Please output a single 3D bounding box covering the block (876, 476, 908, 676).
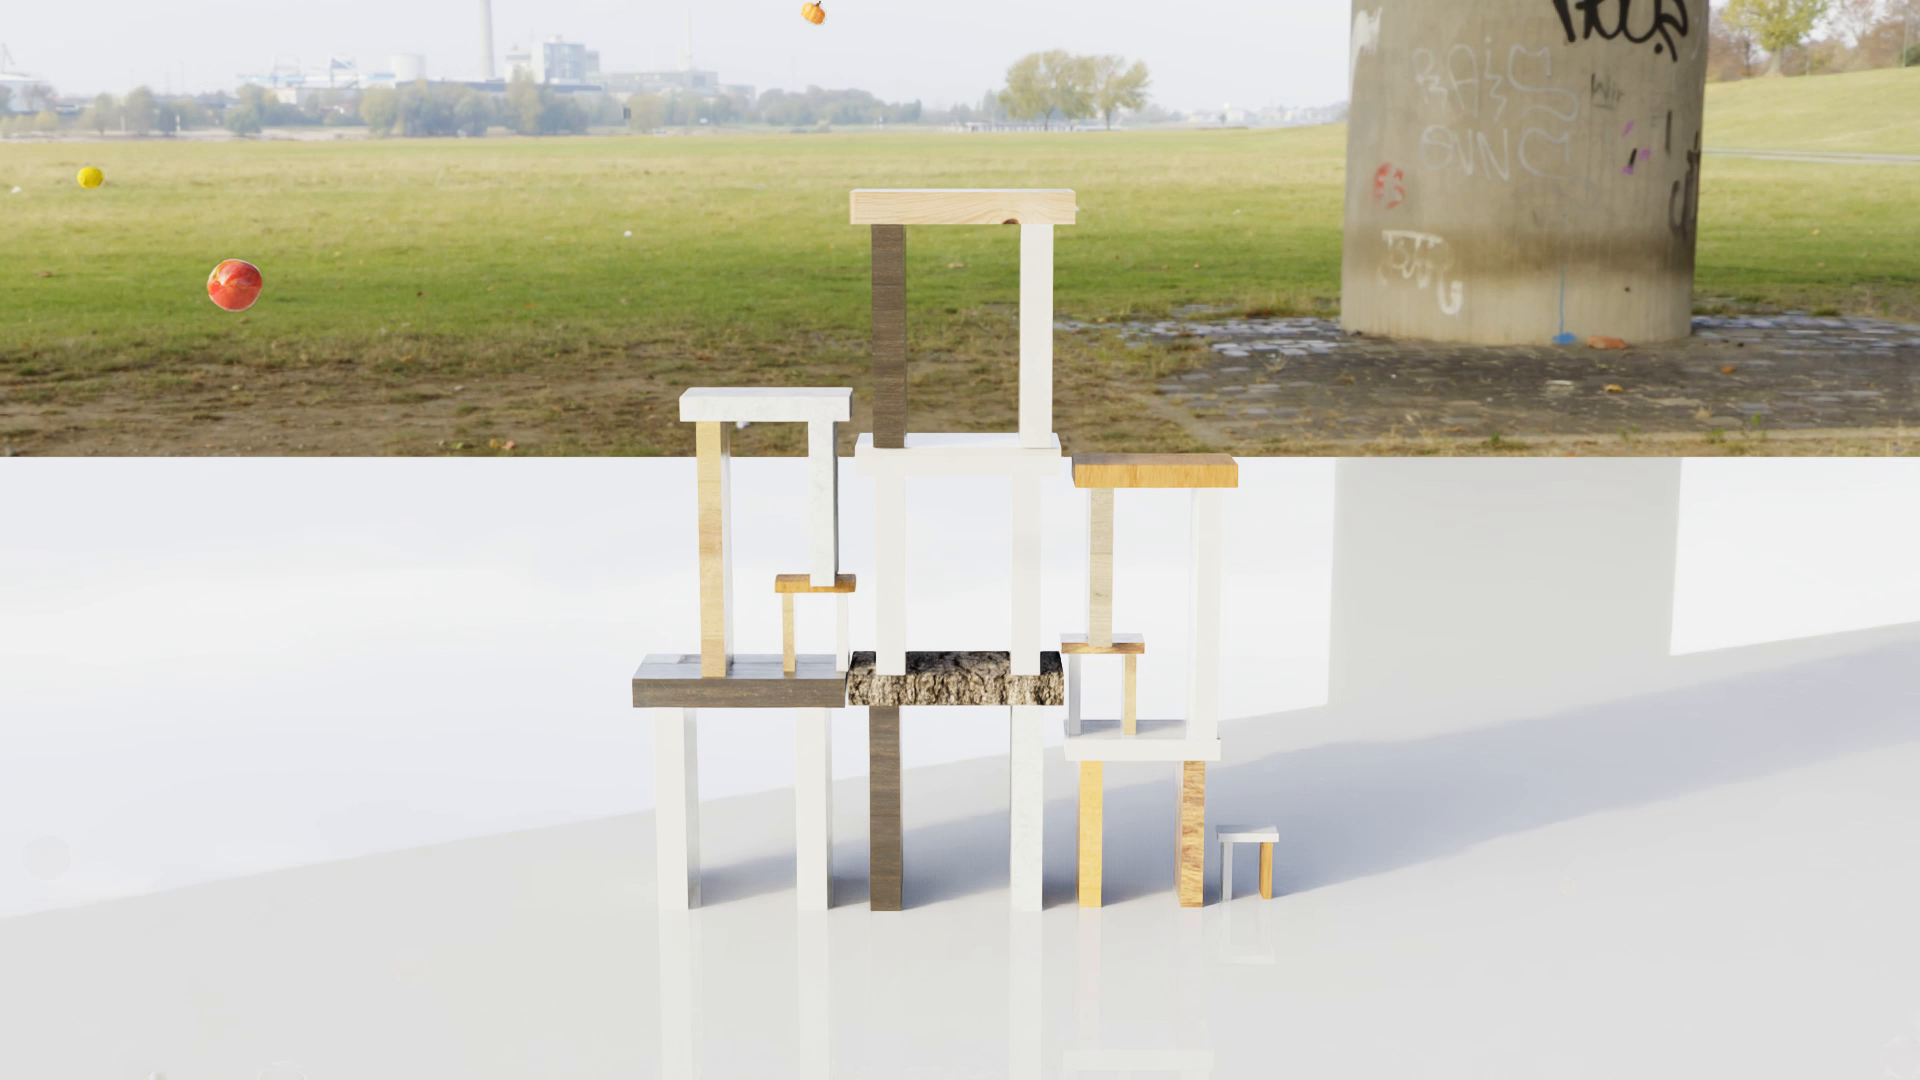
[{"bbox_3d":[-0.110,0.043,3.569,0.046,0.323,0.162,0,11,0],"label":"block"}]

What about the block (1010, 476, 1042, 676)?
[{"bbox_3d":[0.105,0.043,3.568,0.046,0.323,0.162,0,11,0],"label":"block"}]

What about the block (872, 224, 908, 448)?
[{"bbox_3d":[-0.111,-0.331,3.496,0.049,0.346,0.173,0,11,0],"label":"block"}]

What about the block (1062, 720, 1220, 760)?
[{"bbox_3d":[0.296,0.328,3.616,0.249,0.035,0.125,0,11,0],"label":"block"}]

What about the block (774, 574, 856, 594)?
[{"bbox_3d":[-0.235,0.070,3.574,0.130,0.018,0.065,0,11,-2],"label":"block"}]

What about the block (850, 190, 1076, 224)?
[{"bbox_3d":[0.004,-0.525,3.460,0.346,0.049,0.173,0,11,0],"label":"block"}]

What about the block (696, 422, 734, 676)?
[{"bbox_3d":[-0.395,0.004,3.557,0.038,0.413,0.133,0,11,0],"label":"block"}]

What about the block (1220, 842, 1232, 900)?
[{"bbox_3d":[0.442,0.542,3.658,0.014,0.099,0.049,0,11,0],"label":"block"}]

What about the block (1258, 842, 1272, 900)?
[{"bbox_3d":[0.508,0.542,3.658,0.014,0.099,0.050,0,11,0],"label":"block"}]

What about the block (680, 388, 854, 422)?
[{"bbox_3d":[-0.307,-0.217,3.516,0.266,0.038,0.133,0,11,0],"label":"block"}]

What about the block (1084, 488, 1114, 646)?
[{"bbox_3d":[0.225,0.033,3.562,0.036,0.257,0.129,0,11,0],"label":"block"}]

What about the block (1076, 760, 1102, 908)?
[{"bbox_3d":[0.213,0.468,3.642,0.035,0.249,0.125,0,11,0],"label":"block"}]

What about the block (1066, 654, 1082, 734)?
[{"bbox_3d":[0.186,0.244,3.601,0.019,0.135,0.068,0,11,0],"label":"block"}]

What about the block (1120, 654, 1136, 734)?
[{"bbox_3d":[0.276,0.244,3.601,0.019,0.135,0.068,0,11,0],"label":"block"}]

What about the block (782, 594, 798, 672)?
[{"bbox_3d":[-0.278,0.143,3.587,0.018,0.130,0.065,0,11,0],"label":"block"}]

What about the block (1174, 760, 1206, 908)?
[{"bbox_3d":[0.379,0.468,3.642,0.035,0.249,0.125,0,11,0],"label":"block"}]

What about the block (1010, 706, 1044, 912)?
[{"bbox_3d":[0.109,0.420,3.640,0.049,0.346,0.173,0,11,0],"label":"block"}]

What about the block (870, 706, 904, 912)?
[{"bbox_3d":[-0.121,0.420,3.640,0.049,0.346,0.173,0,11,0],"label":"block"}]

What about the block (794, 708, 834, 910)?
[{"bbox_3d":[-0.241,0.421,3.642,0.048,0.341,0.171,0,11,0],"label":"block"}]

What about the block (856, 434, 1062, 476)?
[{"bbox_3d":[-0.003,-0.138,3.535,0.323,0.046,0.162,0,11,0],"label":"block"}]

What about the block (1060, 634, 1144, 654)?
[{"bbox_3d":[0.231,0.169,3.587,0.135,0.019,0.068,0,11,0],"label":"block"}]

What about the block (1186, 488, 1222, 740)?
[{"bbox_3d":[0.397,0.108,3.577,0.036,0.412,0.129,0,11,0],"label":"block"}]

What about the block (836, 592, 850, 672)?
[{"bbox_3d":[-0.191,0.143,3.586,0.018,0.130,0.065,0,11,0],"label":"block"}]

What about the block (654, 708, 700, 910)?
[{"bbox_3d":[-0.468,0.421,3.642,0.048,0.341,0.171,0,11,0],"label":"block"}]

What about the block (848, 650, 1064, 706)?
[{"bbox_3d":[-0.006,0.226,3.604,0.346,0.049,0.173,0,11,0],"label":"block"}]

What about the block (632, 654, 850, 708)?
[{"bbox_3d":[-0.354,0.230,3.607,0.341,0.048,0.171,0,11,0],"label":"block"}]

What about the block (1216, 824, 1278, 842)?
[{"bbox_3d":[0.475,0.486,3.648,0.099,0.014,0.050,0,11,0],"label":"block"}]

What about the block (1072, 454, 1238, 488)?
[{"bbox_3d":[0.311,-0.112,3.536,0.257,0.036,0.129,0,11,0],"label":"block"}]

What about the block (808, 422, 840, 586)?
[{"bbox_3d":[-0.219,-0.069,3.545,0.038,0.266,0.133,0,11,0],"label":"block"}]

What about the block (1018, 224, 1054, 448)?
[{"bbox_3d":[0.120,-0.331,3.496,0.049,0.346,0.173,0,11,1],"label":"block"}]
